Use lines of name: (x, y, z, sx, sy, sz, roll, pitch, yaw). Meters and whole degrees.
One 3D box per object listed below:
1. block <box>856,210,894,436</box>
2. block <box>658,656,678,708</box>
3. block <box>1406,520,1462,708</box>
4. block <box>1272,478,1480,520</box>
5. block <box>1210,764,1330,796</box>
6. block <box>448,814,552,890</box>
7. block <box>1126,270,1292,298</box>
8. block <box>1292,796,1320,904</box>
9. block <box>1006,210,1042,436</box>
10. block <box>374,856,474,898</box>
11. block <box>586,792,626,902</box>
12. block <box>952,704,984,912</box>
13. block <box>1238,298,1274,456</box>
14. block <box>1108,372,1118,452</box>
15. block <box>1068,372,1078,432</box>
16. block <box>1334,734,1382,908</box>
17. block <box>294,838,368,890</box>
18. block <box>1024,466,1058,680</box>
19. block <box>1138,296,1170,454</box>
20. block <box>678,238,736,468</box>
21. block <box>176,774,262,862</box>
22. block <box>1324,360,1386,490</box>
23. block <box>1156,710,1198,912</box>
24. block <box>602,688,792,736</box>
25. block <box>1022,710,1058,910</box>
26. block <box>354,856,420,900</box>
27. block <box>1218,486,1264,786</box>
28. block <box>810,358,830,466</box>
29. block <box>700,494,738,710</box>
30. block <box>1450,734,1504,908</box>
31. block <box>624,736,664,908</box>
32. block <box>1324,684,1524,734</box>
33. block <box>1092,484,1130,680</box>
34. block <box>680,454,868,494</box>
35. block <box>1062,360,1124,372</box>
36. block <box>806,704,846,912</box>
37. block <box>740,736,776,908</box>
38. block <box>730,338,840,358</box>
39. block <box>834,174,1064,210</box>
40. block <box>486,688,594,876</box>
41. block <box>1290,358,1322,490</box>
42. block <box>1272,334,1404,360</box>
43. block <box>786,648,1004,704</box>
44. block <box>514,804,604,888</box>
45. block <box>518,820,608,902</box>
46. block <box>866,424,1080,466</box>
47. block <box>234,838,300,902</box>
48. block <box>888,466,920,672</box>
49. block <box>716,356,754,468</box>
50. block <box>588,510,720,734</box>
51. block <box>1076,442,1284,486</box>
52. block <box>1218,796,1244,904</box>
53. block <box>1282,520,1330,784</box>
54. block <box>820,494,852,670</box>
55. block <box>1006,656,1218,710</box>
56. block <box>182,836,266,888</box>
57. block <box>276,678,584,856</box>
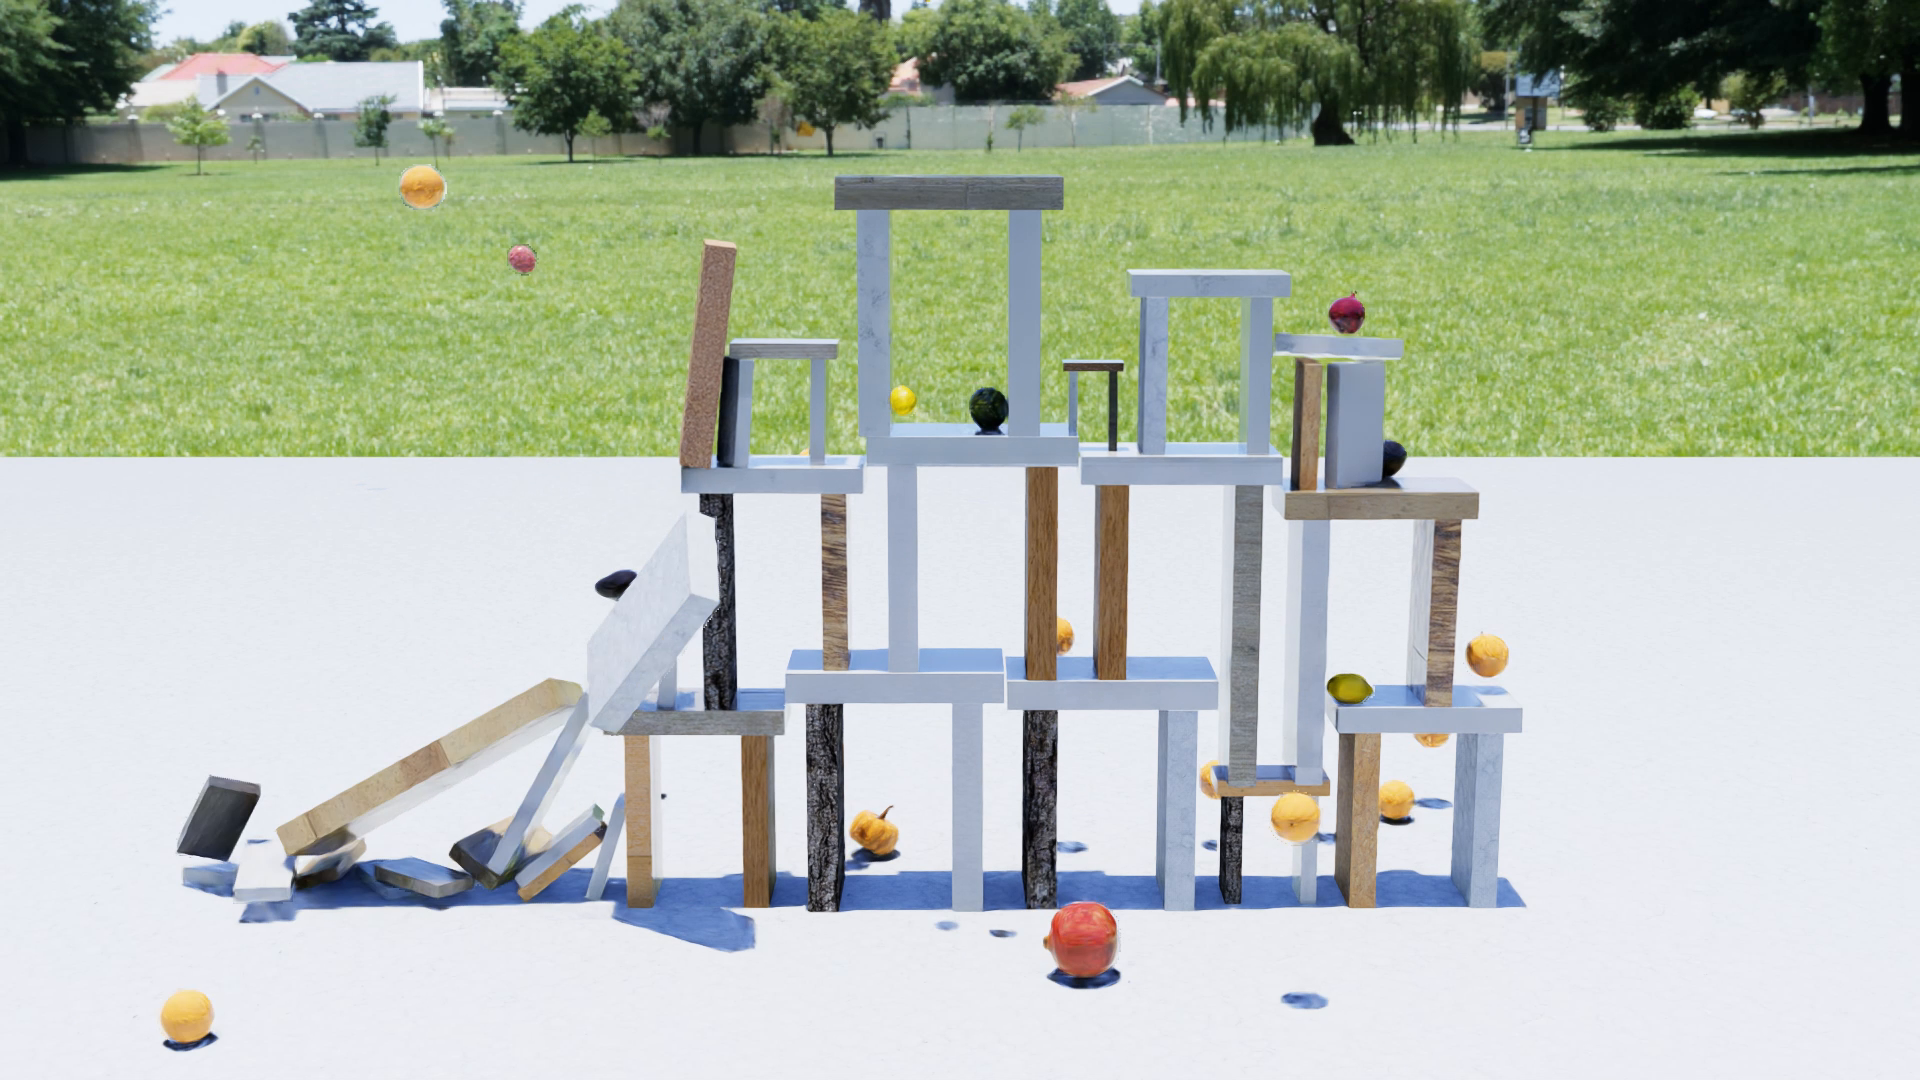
block: (-0.134, -0.351, 3.499, 0.050, 0.352, 0.176, 0, 11, 0)
block: (-0.473, 0.164, 3.587, 0.028, 0.198, 0.099, 3, 10, -6)
block: (0.771, 0.104, 3.584, 0.043, 0.307, 0.153, 1, 11, 0)
block: (0.667, -0.068, 3.551, 0.307, 0.043, 0.153, 0, 11, 0)
block: (0.512, 0.397, 3.628, 0.185, 0.026, 0.092, 0, 11, 0)
block: (-0.778, 0.531, 3.774, 0.099, 0.028, 0.198, 36, 21, 14)
block: (0.392, -0.407, 3.484, 0.248, 0.035, 0.124, 0, 11, 0)
block: (0.573, 0.500, 3.648, 0.026, 0.185, 0.092, 0, 11, 0)
block: (0.100, -0.351, 3.499, 0.050, 0.352, 0.176, 0, 11, 0)
block: (-0.889, 0.559, 3.649, 0.154, 0.022, 0.077, 9, 10, 34)
block: (-0.582, 0.510, 3.653, 0.023, 0.165, 0.082, 18, 10, -4)
block: (0.012, 0.418, 3.637, 0.050, 0.350, 0.175, 0, 11, 0)
block: (0.472, -0.268, 3.510, 0.035, 0.248, 0.124, 0, 11, 1)
block: (0.244, -0.209, 3.522, 0.014, 0.128, 0.048, 0, 11, 1)
block: (0.180, -0.225, 3.520, 0.014, 0.096, 0.048, 0, 11, 0)
block: (0.658, 0.444, 3.644, 0.042, 0.297, 0.149, 0, 11, 0)
block: (-1.073, 0.553, 3.753, 0.077, 0.022, 0.154, -16, 9, 5)
block: (0.131, 0.040, 3.567, 0.047, 0.346, 0.167, 0, 11, 0)
block: (0.308, -0.268, 3.510, 0.035, 0.248, 0.124, 0, 11, 0)
block: (-0.404, -0.300, 3.507, 0.049, 0.347, 0.174, 7, 10, -9)
block: (-1.241, 0.466, 3.680, 0.086, 0.173, 0.024, 16, 35, -29)
block: (0.632, -0.186, 3.520, 0.100, 0.200, 0.028, -7, 13, -34)
block: (0.358, 0.424, 3.637, 0.048, 0.338, 0.169, 0, 11, 0)
block: (-0.429, 0.281, 3.614, 0.293, 0.041, 0.146, 0, 11, 0)
block: (0.132, 0.422, 3.644, 0.048, 0.338, 0.169, 0, 11, -1)
block: (-0.958, 0.570, 3.716, 0.077, 0.022, 0.154, -7, 13, -35)
block: (0.456, 0.142, 3.581, 0.045, 0.493, 0.158, 0, 11, 0)
block: (-0.225, -0.210, 3.520, 0.024, 0.169, 0.085, 1, 10, 0)
block: (-0.392, 0.087, 3.578, 0.041, 0.354, 0.144, 0, 11, -1)
block: (0.856, 0.444, 3.644, 0.042, 0.297, 0.149, 0, 11, 0)
block: (-0.524, 0.445, 3.645, 0.041, 0.292, 0.146, 0, 11, -1)
block: (0.757, 0.277, 3.613, 0.297, 0.042, 0.149, 0, 11, 0)
block: (0.244, 0.055, 3.569, 0.045, 0.317, 0.158, 0, 11, 0)
block: (-0.296, -0.106, 3.540, 0.288, 0.041, 0.144, 0, 11, 0)
block: (0.212, -0.279, 3.509, 0.096, 0.014, 0.048, 0, 11, 1)
block: (-0.222, 0.419, 3.634, 0.050, 0.350, 0.175, 0, 11, 1)
block: (-0.333, 0.446, 3.646, 0.041, 0.292, 0.146, 0, 11, 0)
block: (-0.278, -0.305, 3.500, 0.169, 0.024, 0.085, 0, 10, -1)
block: (-0.017, -0.548, 3.462, 0.352, 0.050, 0.176, 0, 11, 0)
block: (-0.679, 0.395, 3.653, 0.028, 0.344, 0.099, 30, 8, 3)
block: (0.555, -0.187, 3.526, 0.028, 0.200, 0.100, 1, 11, 0)
block: (0.602, -0.308, 3.512, 0.200, 0.028, 0.100, 3, 2, 5)
block: (-0.104, 0.221, 3.600, 0.350, 0.050, 0.175, 0, 11, 0)
block: (-0.664, 0.506, 3.648, 0.165, 0.023, 0.082, -39, 9, 1)
block: (-0.660, 0.531, 3.656, 0.165, 0.023, 0.082, -38, 9, 6)
block: (0.020, -0.153, 3.530, 0.333, 0.047, 0.167, 0, 11, 0)
block: (-1.134, 0.540, 3.605, 0.086, 0.024, 0.173, -1, 19, -11)
block: (-0.091, 0.033, 3.565, 0.047, 0.333, 0.167, 0, 11, 0)
block: (-0.357, -0.205, 3.490, 0.024, 0.169, 0.085, 0, 10, -26)
block: (-0.486, 0.131, 3.454, 0.049, 0.347, 0.174, 19, 40, -28)
block: (0.350, -0.123, 3.534, 0.317, 0.045, 0.158, 0, 11, 0)
block: (0.450, 0.500, 3.648, 0.026, 0.185, 0.092, 0, 11, 0)
block: (0.565, 0.168, 3.595, 0.043, 0.435, 0.153, 0, 11, 0)
block: (-0.200, 0.055, 3.571, 0.041, 0.288, 0.144, 0, 11, 0)
block: (0.245, 0.234, 3.603, 0.338, 0.048, 0.169, 0, 11, 0)
block: (-1.245, 0.554, 3.797, 0.086, 0.024, 0.185, 4, 11, 20)
block: (-0.869, 0.379, 3.654, 0.516, 0.049, 0.174, -29, -9, 2)
